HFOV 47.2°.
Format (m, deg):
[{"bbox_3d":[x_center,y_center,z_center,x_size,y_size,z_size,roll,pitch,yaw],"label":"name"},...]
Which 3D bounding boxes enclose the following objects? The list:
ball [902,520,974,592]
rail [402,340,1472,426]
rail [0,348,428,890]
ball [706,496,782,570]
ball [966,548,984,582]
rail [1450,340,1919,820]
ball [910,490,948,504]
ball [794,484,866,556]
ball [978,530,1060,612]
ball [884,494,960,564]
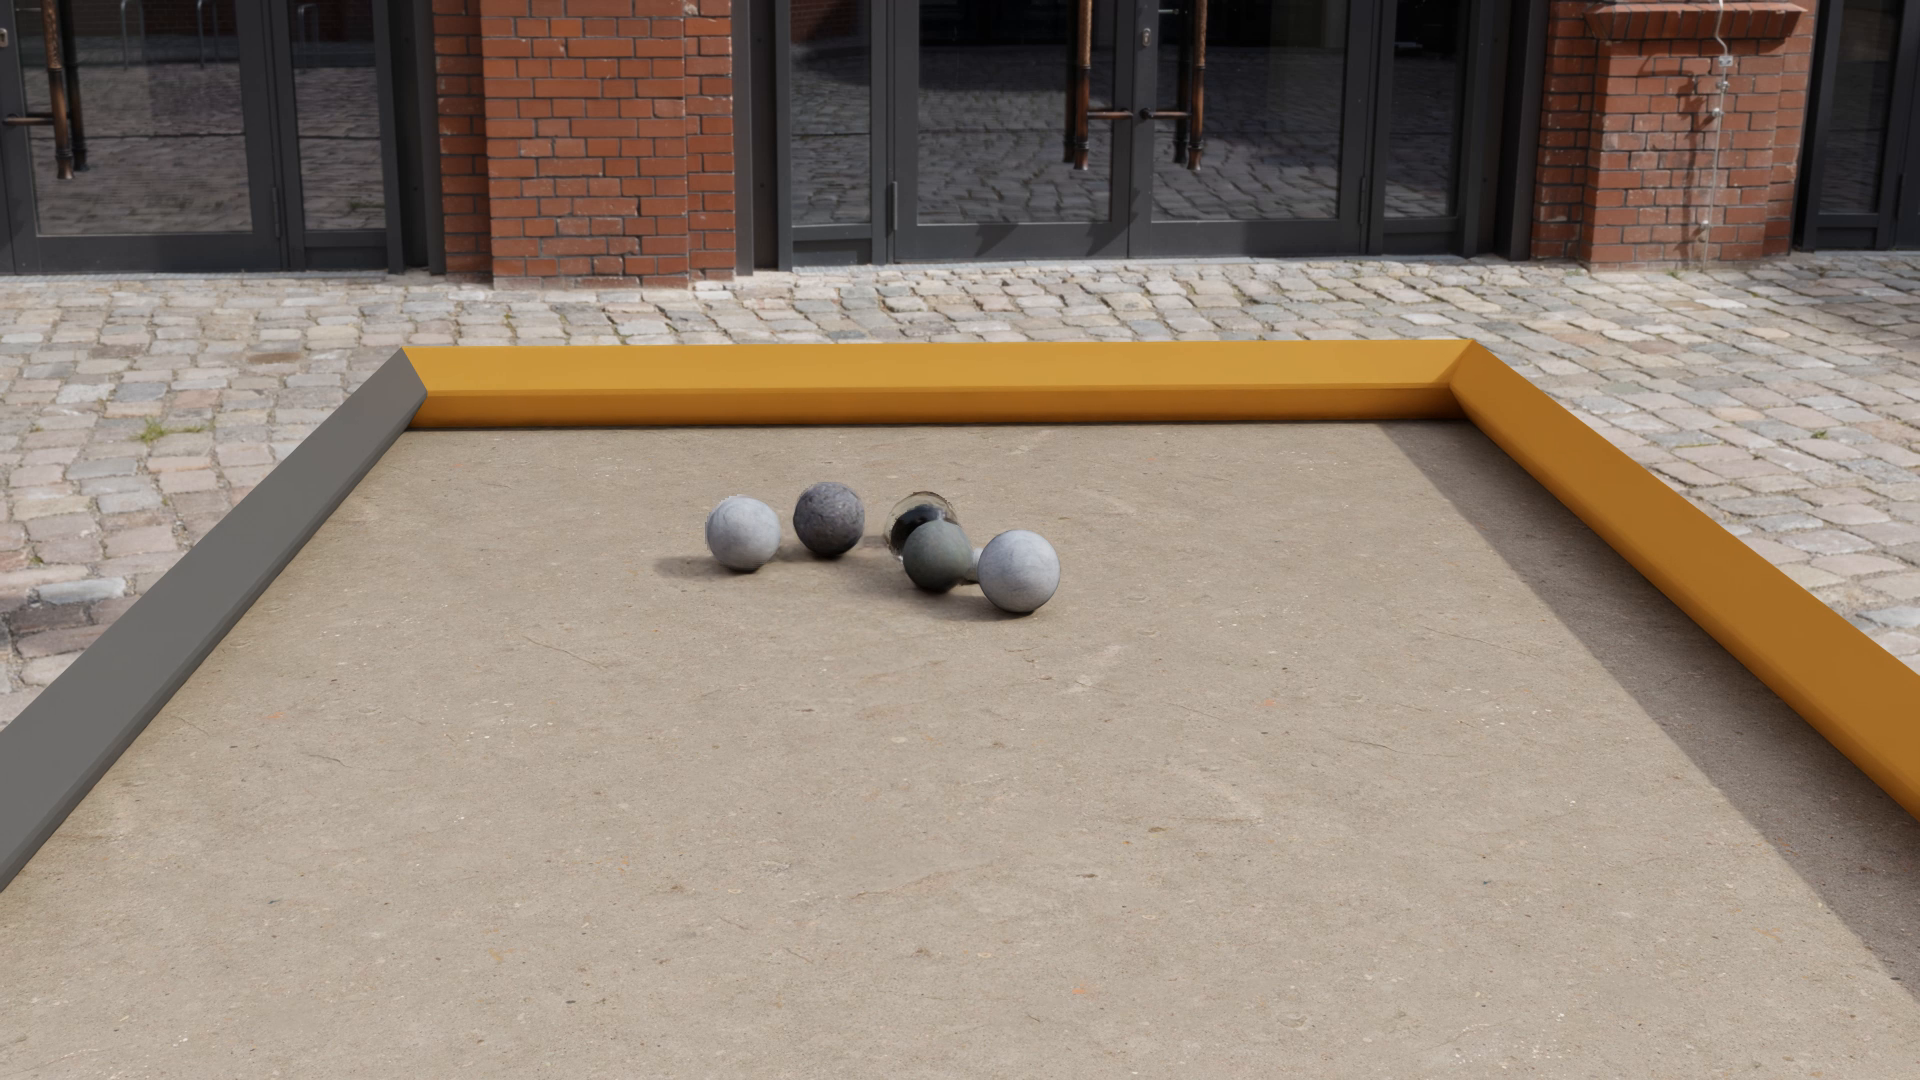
[{"bbox_3d":[-0.026,0.019,2.586,0.084,0.084,0.084,0,16,0],"label":"ball"},{"bbox_3d":[-0.027,-0.236,3.374,1.651,0.124,0.045,-1,16,-2],"label":"rail"},{"bbox_3d":[-0.773,0.206,1.879,0.045,0.124,3.110,-1,16,-2],"label":"rail"},{"bbox_3d":[-0.262,-0.008,2.664,0.090,0.090,0.090,0,16,0],"label":"ball"},{"bbox_3d":[0.021,0.029,2.625,0.041,0.041,0.041,0,16,0],"label":"ball"},{"bbox_3d":[0.829,0.189,1.935,0.045,0.124,3.110,-1,16,-2],"label":"rail"},{"bbox_3d":[-0.044,-0.028,2.771,0.068,0.068,0.068,0,16,0],"label":"ball"},{"bbox_3d":[-0.161,-0.025,2.724,0.090,0.090,0.090,0,16,0],"label":"ball"},{"bbox_3d":[0.067,0.035,2.508,0.095,0.095,0.095,0,16,0],"label":"ball"},{"bbox_3d":[-0.046,-0.009,2.667,0.092,0.092,0.092,0,16,0],"label":"ball"}]
